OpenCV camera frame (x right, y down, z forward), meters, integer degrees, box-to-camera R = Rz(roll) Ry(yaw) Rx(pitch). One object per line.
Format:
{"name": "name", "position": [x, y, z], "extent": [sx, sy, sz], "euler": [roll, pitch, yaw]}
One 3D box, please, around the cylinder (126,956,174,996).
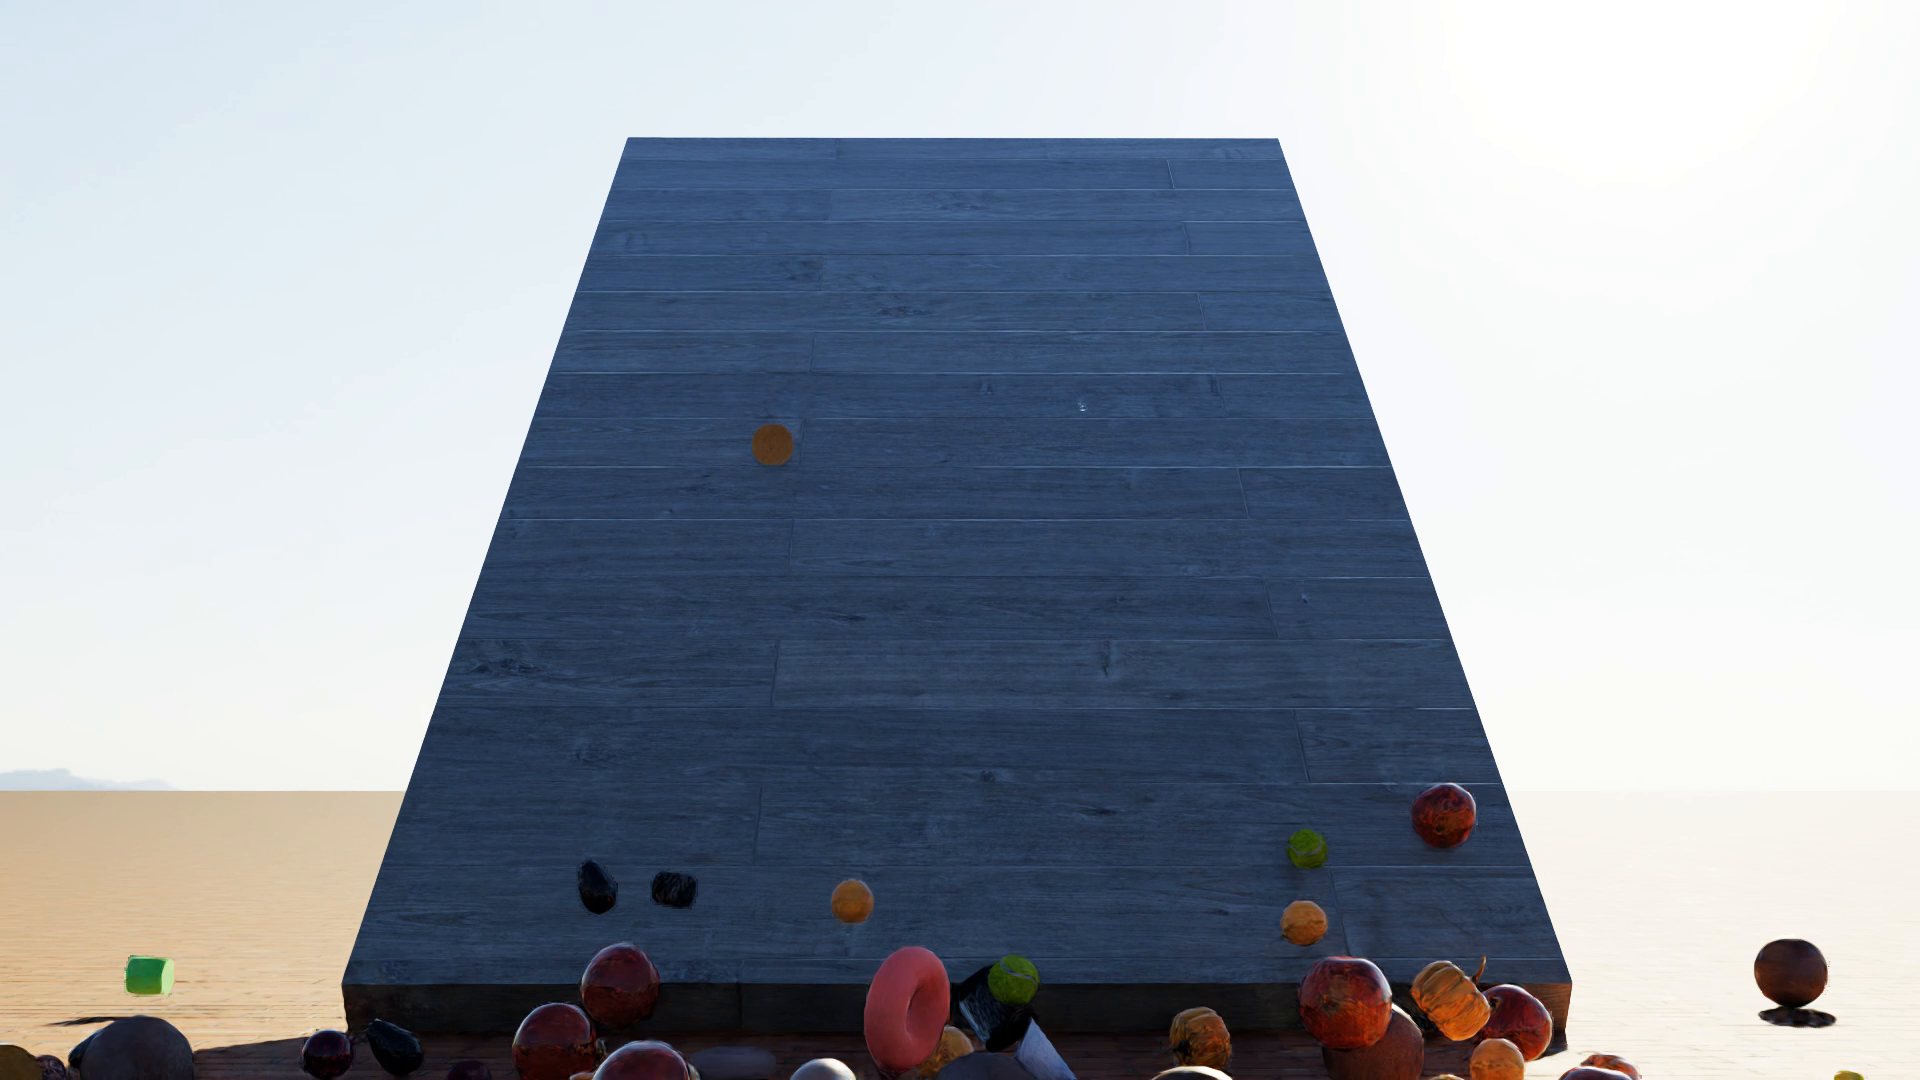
{"name": "cylinder", "position": [-1.446, 0.779, 4.294], "extent": [0.065, 0.065, 0.065], "euler": [4, -6, 1]}

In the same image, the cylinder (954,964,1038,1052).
{"name": "cylinder", "position": [0.053, 0.697, 3.582], "extent": [0.091, 0.091, 0.091], "euler": [-26, -32, -18]}

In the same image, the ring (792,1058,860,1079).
{"name": "ring", "position": [-0.125, 0.531, 2.127], "extent": [0.048, 0.144, 0.144], "euler": [5, -4, 21]}

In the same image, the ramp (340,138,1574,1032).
{"name": "ramp", "position": [-0.012, -0.215, 5.672], "extent": [2.000, 0.100, 4.000], "euler": [0, 29, 0]}

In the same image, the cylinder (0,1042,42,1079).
{"name": "cylinder", "position": [-1.155, 0.643, 2.852], "extent": [0.098, 0.098, 0.098], "euler": [5, -7, -41]}

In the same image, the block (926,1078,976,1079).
{"name": "block", "position": [-0.015, 0.661, 2.806], "extent": [0.058, 0.058, 0.058], "euler": [-1, -6, 11]}

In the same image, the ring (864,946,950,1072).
{"name": "ring", "position": [-0.060, 0.532, 2.730], "extent": [0.048, 0.143, 0.143], "euler": [6, -2, 30]}

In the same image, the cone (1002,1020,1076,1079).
{"name": "cone", "position": [0.120, 0.711, 3.231], "extent": [0.100, 0.100, 0.100], "euler": [26, -4, 5]}

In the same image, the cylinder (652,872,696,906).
{"name": "cylinder", "position": [-0.483, 0.590, 4.063], "extent": [0.054, 0.054, 0.054], "euler": [-11, -10, 26]}

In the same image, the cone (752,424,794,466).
{"name": "cone", "position": [-0.421, -0.218, 5.527], "extent": [0.098, 0.098, 0.098], "euler": [-1, 2, 6]}

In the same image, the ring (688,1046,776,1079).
{"name": "ring", "position": [-0.312, 0.719, 3.291], "extent": [0.122, 0.041, 0.122], "euler": [-1, -4, 0]}
